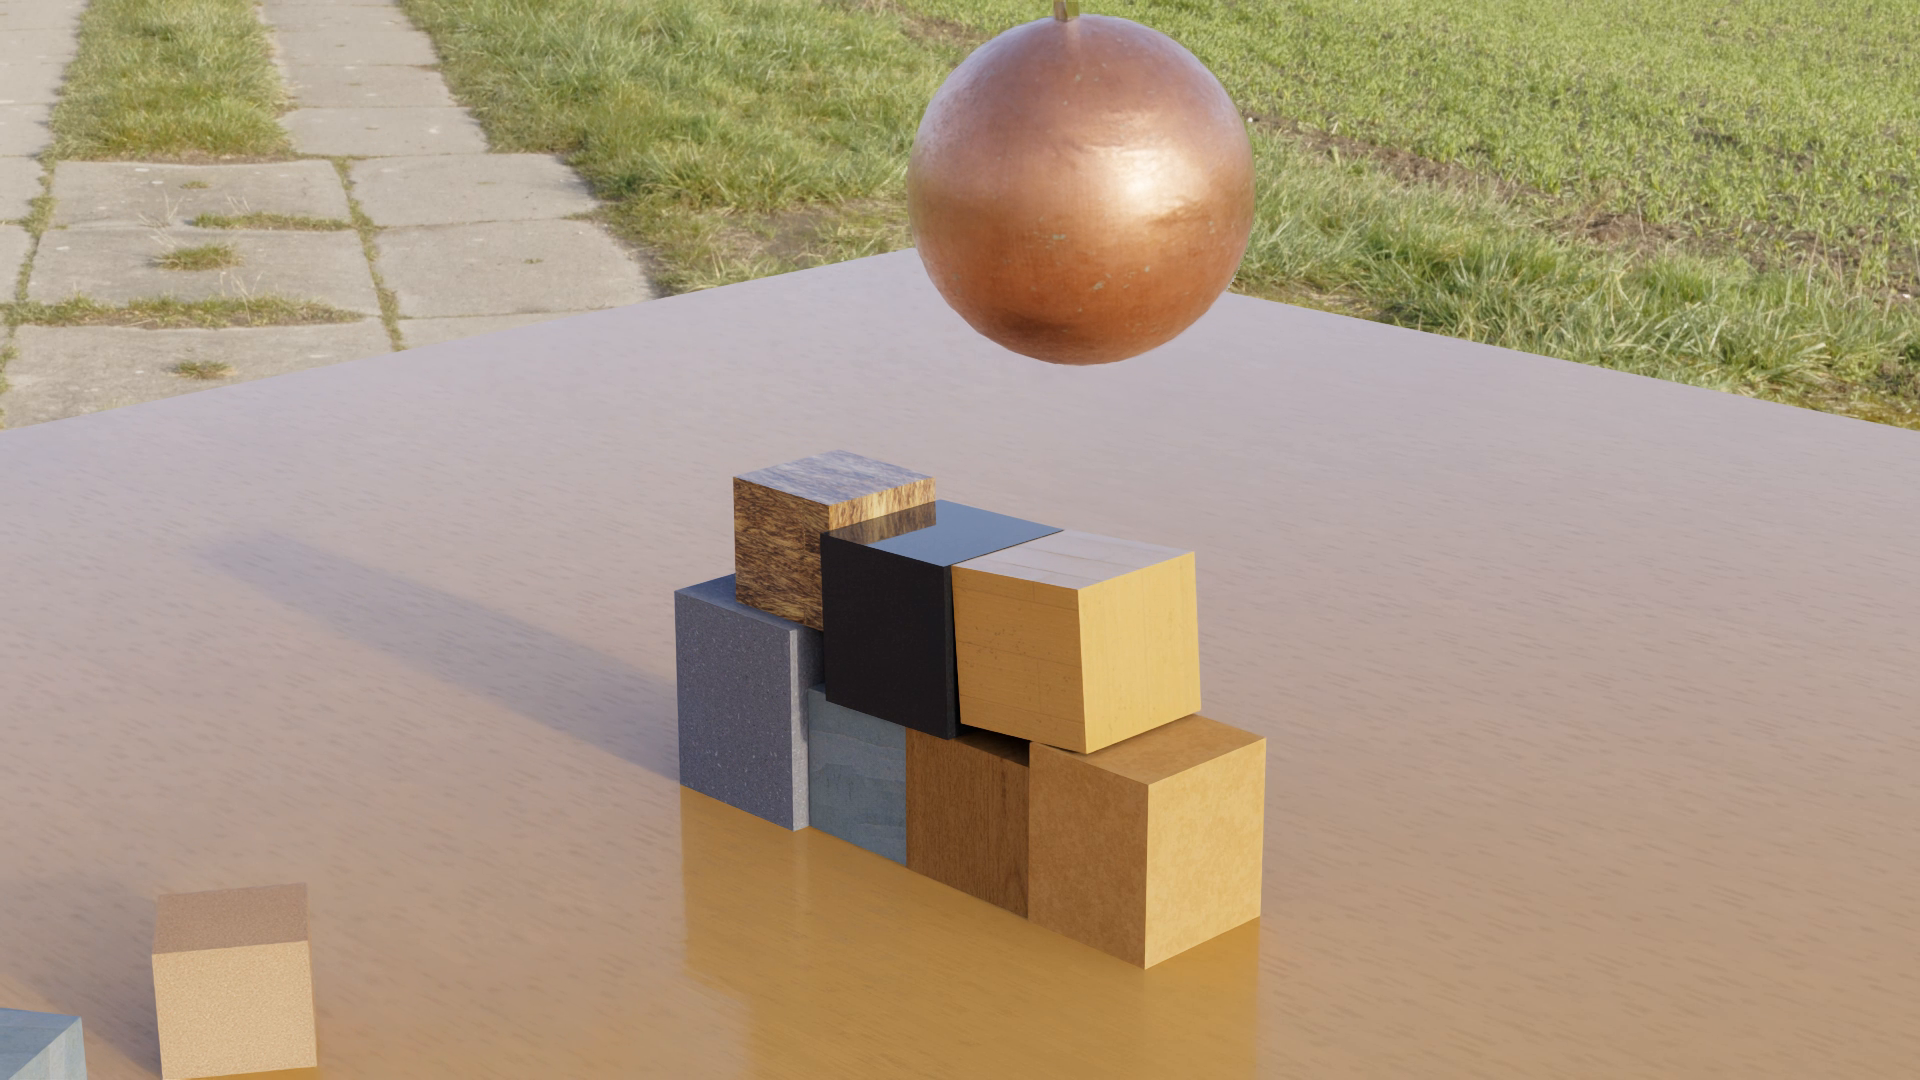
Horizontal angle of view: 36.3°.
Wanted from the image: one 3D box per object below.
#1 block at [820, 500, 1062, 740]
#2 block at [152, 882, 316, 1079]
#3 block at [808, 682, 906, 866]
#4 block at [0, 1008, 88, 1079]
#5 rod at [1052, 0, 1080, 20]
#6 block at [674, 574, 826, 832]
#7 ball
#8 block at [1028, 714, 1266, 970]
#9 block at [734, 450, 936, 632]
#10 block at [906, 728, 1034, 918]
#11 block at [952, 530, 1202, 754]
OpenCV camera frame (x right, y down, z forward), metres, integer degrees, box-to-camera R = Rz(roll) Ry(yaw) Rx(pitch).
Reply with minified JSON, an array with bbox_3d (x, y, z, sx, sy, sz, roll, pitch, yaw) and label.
[{"bbox_3d":[-0.074,0.350,13.495,0.803,0.809,0.775,14,22,43],"label":"block"},{"bbox_3d":[-2.911,1.770,11.802,0.593,0.547,0.573,-4,18,-12],"label":"block"},{"bbox_3d":[-0.220,1.025,13.911,0.727,0.704,0.672,-17,24,-42],"label":"block"},{"bbox_3d":[-3.647,2.105,10.632,0.722,0.608,0.631,4,18,13],"label":"block"},{"bbox_3d":[0.239,-4.722,12.108,0.080,5.200,0.080,17,31,42],"label":"rod"},{"bbox_3d":[-0.775,0.722,14.366,0.885,1.008,0.839,-17,24,-42],"label":"block"},{"bbox_3d":[0.552,-1.600,13.418,1.600,1.600,1.600,0,17,0],"label":"ball"},{"bbox_3d":[0.819,1.274,12.878,0.773,0.847,0.688,-17,24,-42],"label":"block"},{"bbox_3d":[-0.596,-0.003,13.954,0.676,0.623,0.674,-17,24,-42],"label":"block"},{"bbox_3d":[0.269,1.183,13.383,0.678,0.719,0.782,-17,24,-42],"label":"block"},{"bbox_3d":[0.516,0.433,12.954,0.751,0.728,0.761,-17,19,-42],"label":"block"}]
